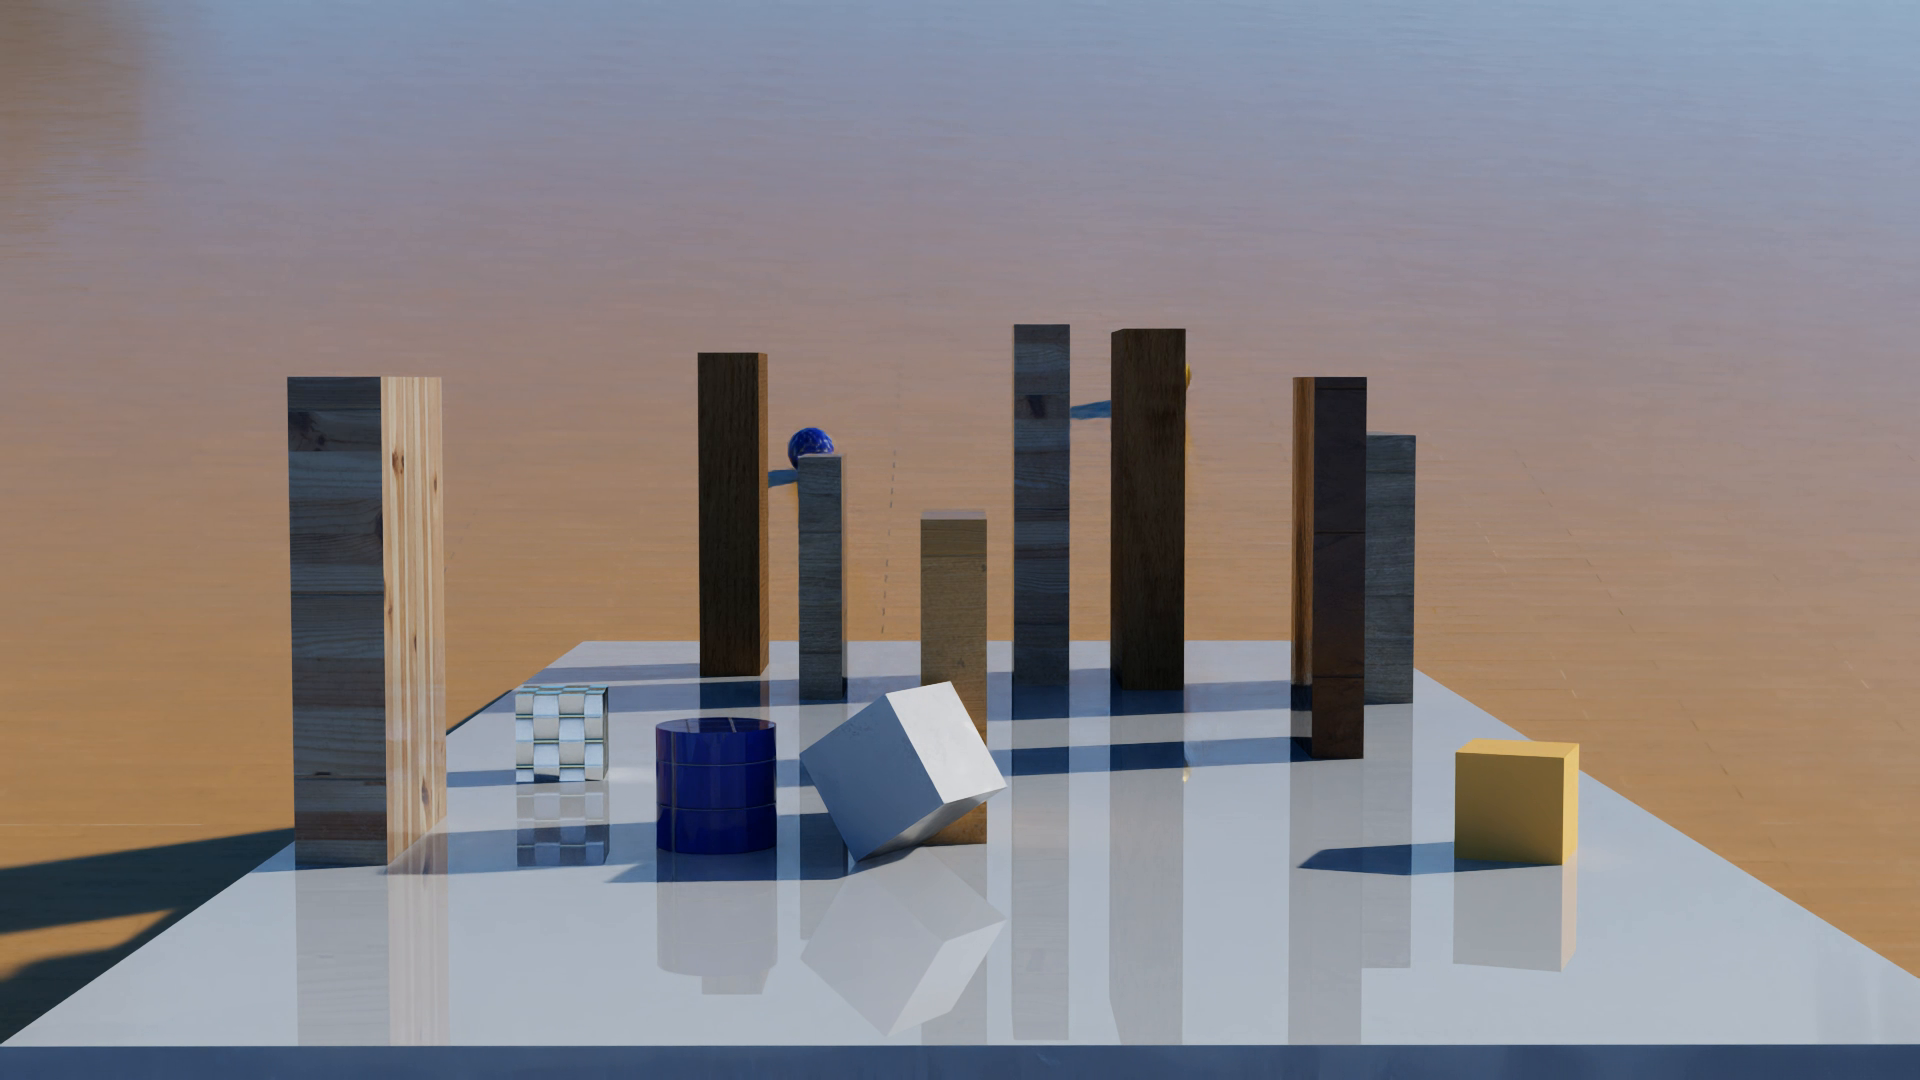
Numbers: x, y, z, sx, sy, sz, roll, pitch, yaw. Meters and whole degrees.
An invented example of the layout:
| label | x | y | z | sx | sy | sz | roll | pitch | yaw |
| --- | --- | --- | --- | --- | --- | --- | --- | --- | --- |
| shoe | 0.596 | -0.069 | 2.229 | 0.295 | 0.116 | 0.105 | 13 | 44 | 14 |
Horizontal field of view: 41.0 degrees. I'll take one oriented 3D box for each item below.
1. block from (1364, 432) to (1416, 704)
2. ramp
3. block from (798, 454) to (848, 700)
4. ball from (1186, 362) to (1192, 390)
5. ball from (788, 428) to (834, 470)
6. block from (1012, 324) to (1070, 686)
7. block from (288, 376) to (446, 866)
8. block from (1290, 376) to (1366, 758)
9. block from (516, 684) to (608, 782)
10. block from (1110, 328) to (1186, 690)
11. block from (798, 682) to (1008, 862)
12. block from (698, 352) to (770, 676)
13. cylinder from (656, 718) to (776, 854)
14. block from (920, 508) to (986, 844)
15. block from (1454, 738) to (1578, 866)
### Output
| label | x | y | z | sx | sy | sz | roll | pitch | yaw |
| --- | --- | --- | --- | --- | --- | --- | --- | --- | --- |
| block | 0.857 | 0.047 | 5.450 | 0.137 | 0.547 | 0.440 | 0 | 3 | 0 |
| ramp | 0.047 | 0.428 | 4.533 | 2.000 | 0.100 | 4.000 | 0 | 3 | 0 |
| block | -0.289 | 0.072 | 5.428 | 0.089 | 0.502 | 0.261 | 0 | 3 | 0 |
| ball | 0.698 | -0.561 | 8.761 | 0.180 | 0.180 | 0.180 | 0 | 20 | 0 |
| ball | -0.468 | -0.280 | 8.049 | 0.146 | 0.146 | 0.146 | 0 | 20 | 0 |
| block | 0.176 | -0.082 | 5.663 | 0.120 | 0.780 | 0.240 | 0 | 3 | 0 |
| block | -0.840 | 0.099 | 3.667 | 0.125 | 0.662 | 0.407 | 0 | 3 | 0 |
| block | 0.657 | 0.041 | 4.594 | 0.090 | 0.664 | 0.285 | 0 | 3 | 0 |
| block | -0.663 | 0.322 | 4.291 | 0.142 | 0.142 | 0.142 | 0 | 3 | -4 |
| block | 0.411 | -0.076 | 5.668 | 0.132 | 0.769 | 0.431 | 0 | 3 | 0 |
| block | -0.078 | 0.319 | 3.554 | 0.170 | 0.170 | 0.170 | -36 | -15 | 27 |
| block | -0.515 | -0.065 | 5.865 | 0.135 | 0.722 | 0.279 | 0 | 3 | 0 |
| cylinder | -0.345 | 0.347 | 3.638 | 0.170 | 0.170 | 0.170 | 0 | 3 | 0 |
| block | -0.009 | 0.192 | 3.788 | 0.094 | 0.461 | 0.313 | 0 | 3 | 0 |
| block | 0.775 | 0.362 | 3.571 | 0.147 | 0.147 | 0.147 | 1 | 4 | 21 |
